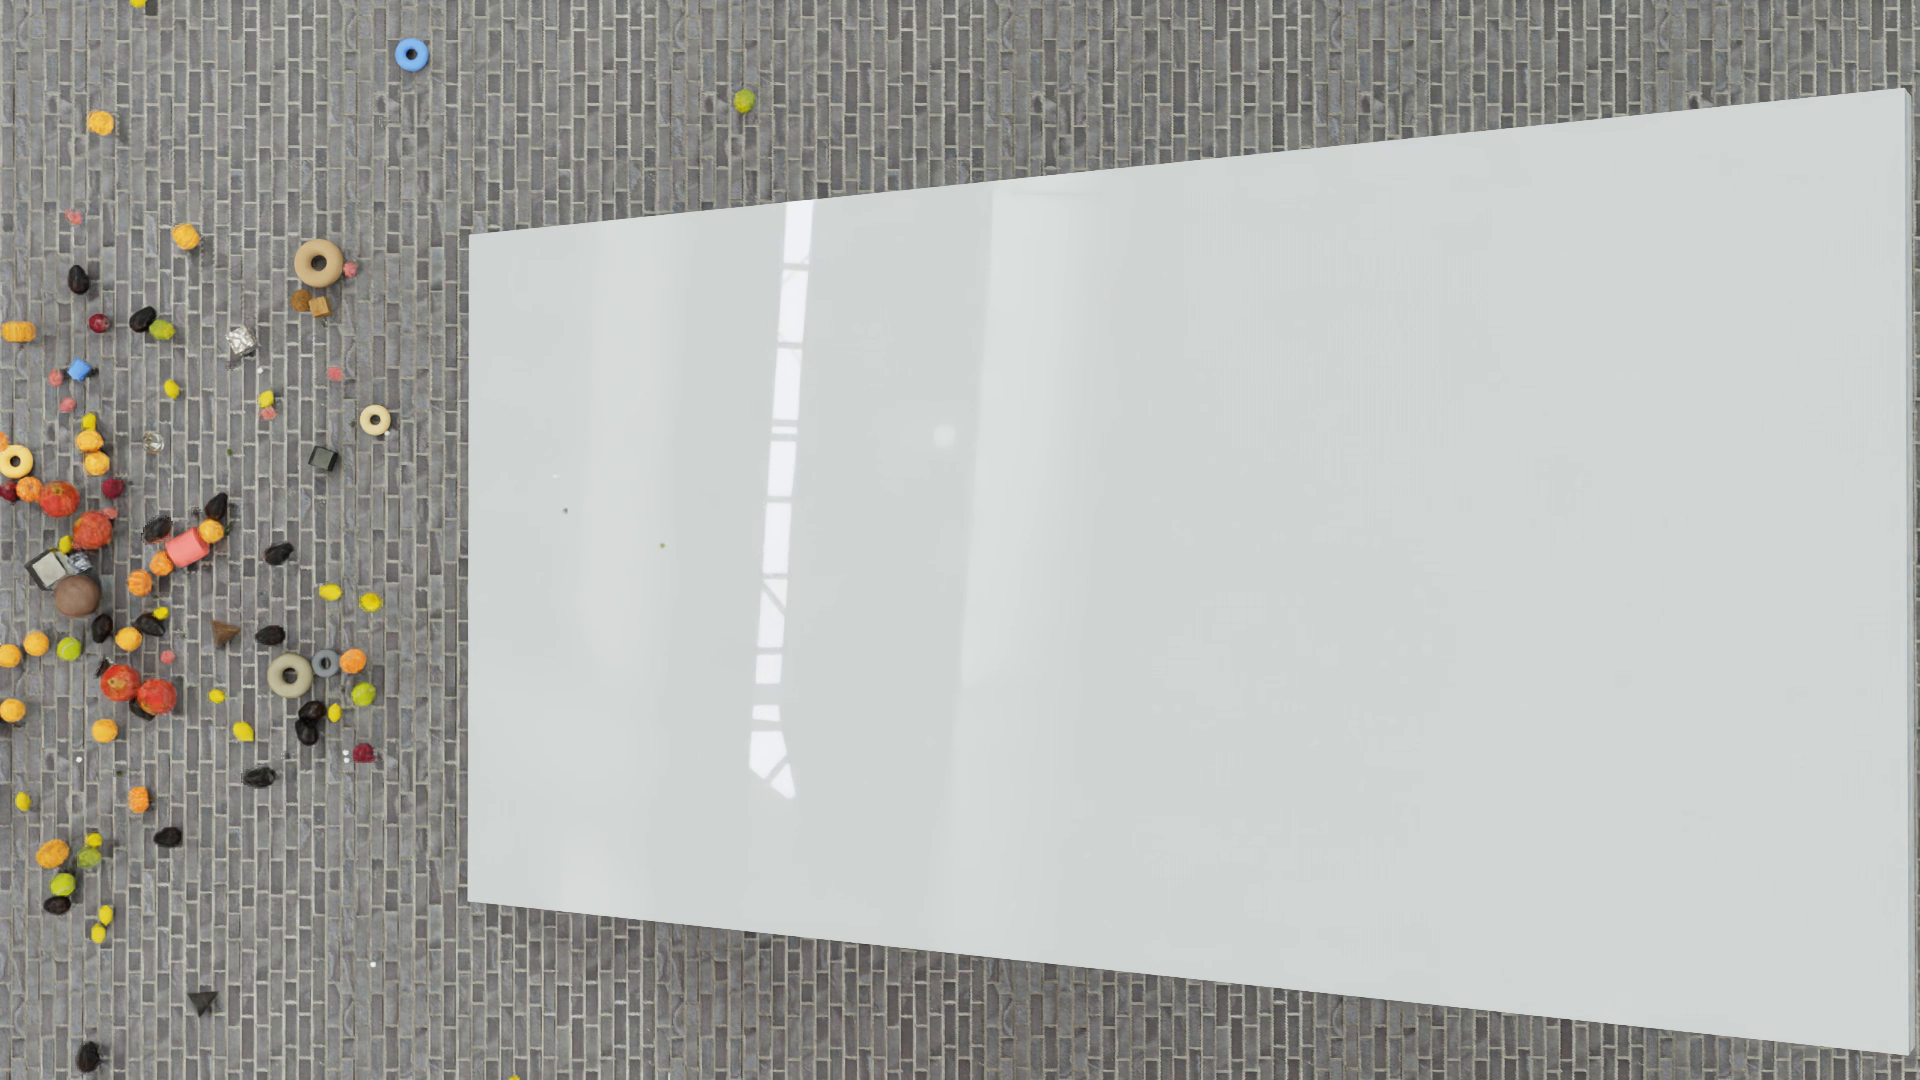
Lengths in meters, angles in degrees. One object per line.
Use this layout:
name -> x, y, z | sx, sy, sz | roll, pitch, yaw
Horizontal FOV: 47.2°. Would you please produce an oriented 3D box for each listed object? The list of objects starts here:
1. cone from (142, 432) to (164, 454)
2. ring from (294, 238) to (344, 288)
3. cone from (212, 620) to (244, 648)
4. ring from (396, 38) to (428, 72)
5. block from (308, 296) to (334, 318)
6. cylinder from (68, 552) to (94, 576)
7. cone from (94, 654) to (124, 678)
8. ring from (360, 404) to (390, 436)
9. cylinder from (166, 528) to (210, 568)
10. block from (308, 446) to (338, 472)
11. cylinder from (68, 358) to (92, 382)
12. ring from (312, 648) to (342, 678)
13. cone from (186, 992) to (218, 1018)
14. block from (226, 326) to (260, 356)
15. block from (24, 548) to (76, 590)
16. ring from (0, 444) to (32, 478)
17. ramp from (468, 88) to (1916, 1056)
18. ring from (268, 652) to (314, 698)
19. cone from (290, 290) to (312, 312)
cone -> -2.455, -0.296, 6.655 | 0.069, 0.069, 0.069 | 0, 89, 0
ring -> -1.944, -0.840, 6.670 | 0.149, 0.050, 0.149 | 0, 88, 0
cone -> -2.215, 0.278, 6.664 | 0.086, 0.086, 0.086 | -10, 89, -27
ring -> -1.666, -1.475, 6.684 | 0.102, 0.034, 0.102 | 0, 88, 0
block -> -1.938, -0.706, 6.668 | 0.050, 0.050, 0.050 | -17, 89, 0
cylinder -> -2.663, 0.073, 6.658 | 0.055, 0.055, 0.055 | -31, 90, 0
cone -> -2.571, 0.395, 6.665 | 0.080, 0.080, 0.080 | 24, 89, -26
ring -> -1.774, -0.364, 6.674 | 0.094, 0.031, 0.094 | 0, 89, 1
cylinder -> -2.331, 0.023, 6.640 | 0.092, 0.092, 0.092 | -28, 90, 0
block -> -1.928, -0.247, 6.659 | 0.060, 0.060, 0.060 | 21, 89, 0
cylinder -> -2.668, -0.514, 6.666 | 0.051, 0.051, 0.051 | 37, 90, 0
ring -> -1.922, 0.373, 6.668 | 0.091, 0.030, 0.091 | 0, 88, 0
cone -> -2.281, 1.387, 6.654 | 0.086, 0.086, 0.086 | -28, 89, -27
block -> -2.170, -0.603, 6.659 | 0.065, 0.065, 0.065 | -29, 90, 0
block -> -2.743, 0.088, 6.639 | 0.092, 0.092, 0.092 | -35, 90, 0
ring -> -2.865, -0.238, 6.671 | 0.105, 0.035, 0.105 | 0, 90, -1
ramp -> 0.266, 0.073, 5.615 | 4.000, 0.100, 2.000 | 0, 89, 31
ring -> -2.029, 0.411, 6.660 | 0.140, 0.047, 0.140 | 0, 91, 0
cone -> -2.004, -0.729, 6.659 | 0.069, 0.069, 0.069 | 0, 89, 0
